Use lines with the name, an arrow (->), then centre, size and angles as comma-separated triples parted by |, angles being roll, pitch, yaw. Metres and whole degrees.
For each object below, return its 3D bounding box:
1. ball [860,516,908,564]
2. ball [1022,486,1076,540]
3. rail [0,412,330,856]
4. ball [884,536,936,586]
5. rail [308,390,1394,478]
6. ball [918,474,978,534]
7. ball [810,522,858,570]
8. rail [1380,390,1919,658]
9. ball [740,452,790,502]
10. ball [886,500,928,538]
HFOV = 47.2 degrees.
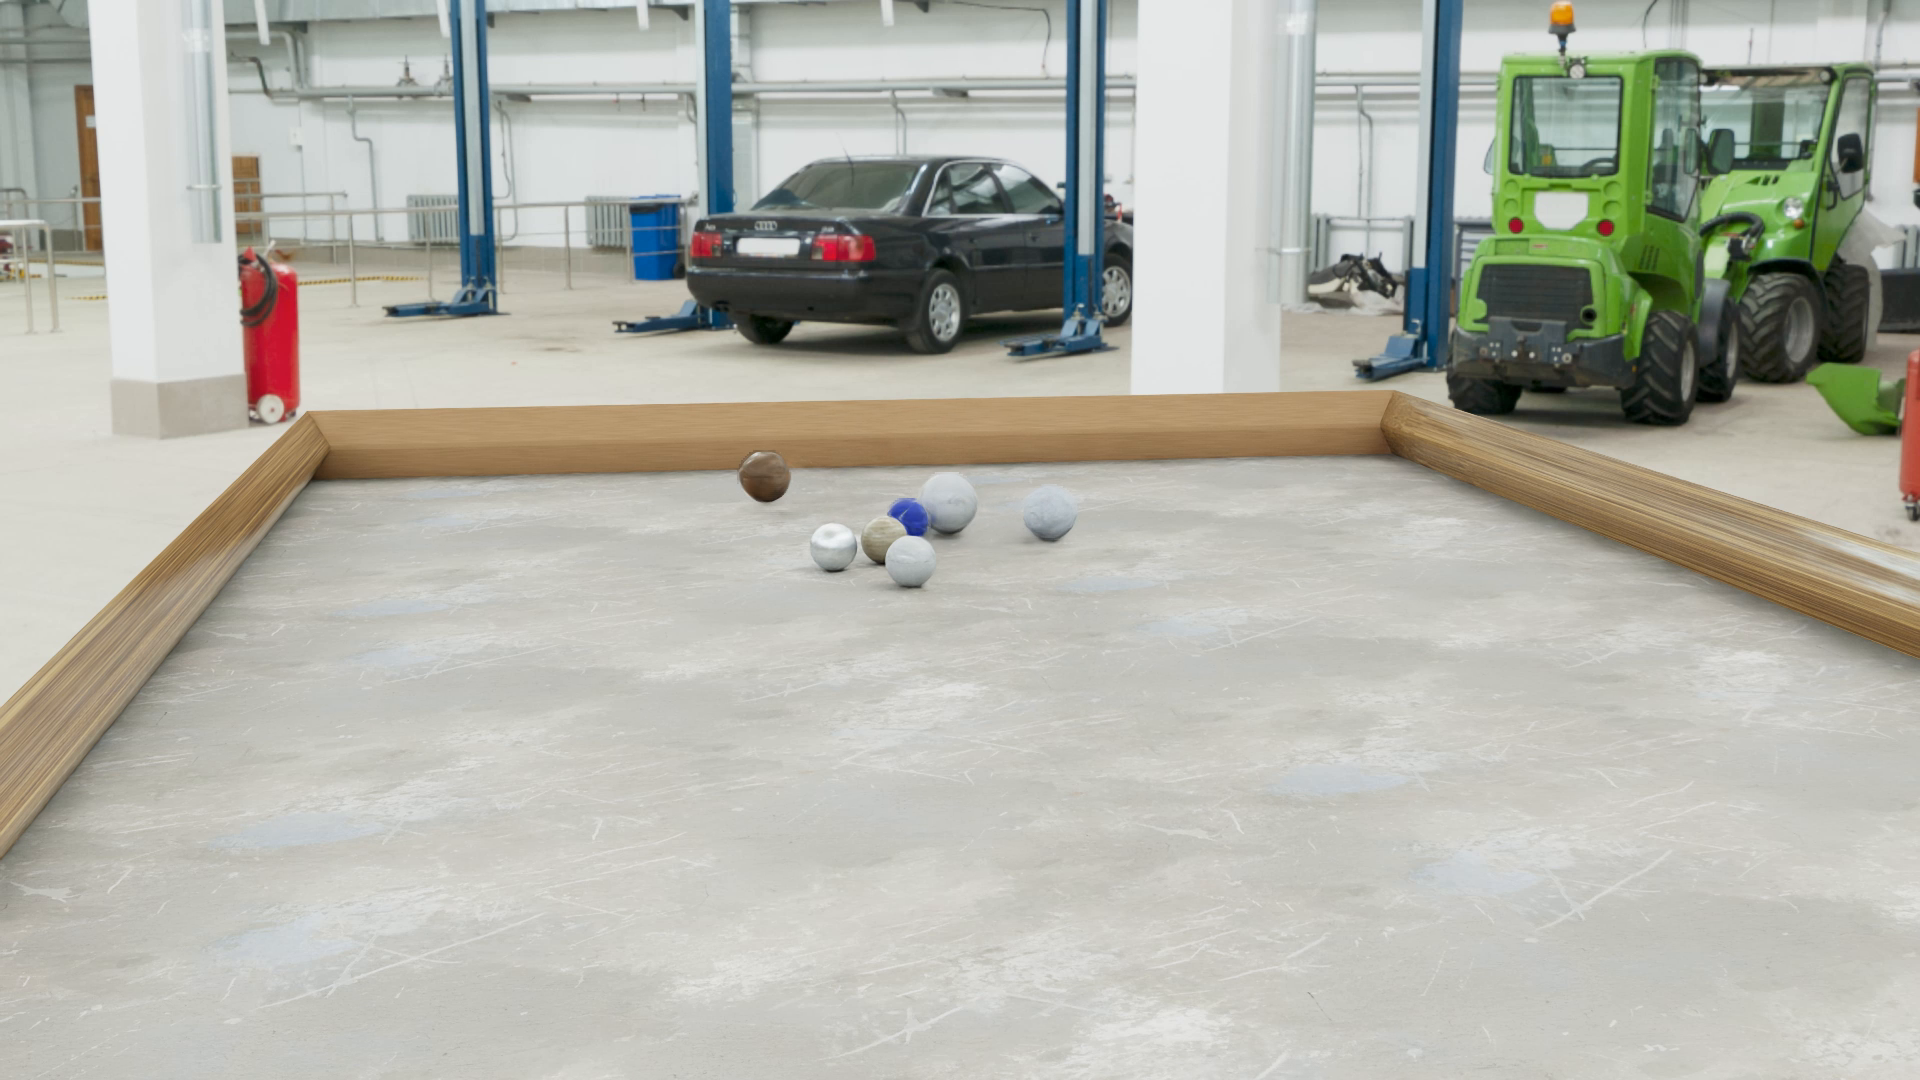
ball -> -0.114, 0.000, 3.321 | 0.072, 0.072, 0.072 | 0, 10, 0
ball -> 0.143, -0.043, 3.519 | 0.086, 0.086, 0.086 | 0, 10, 0
rail -> -0.861, 0.190, 2.115 | 0.045, 0.128, 4.177 | -2, 10, -9
ball -> -0.070, 0.030, 3.148 | 0.074, 0.074, 0.074 | 0, 10, 0
rail -> -0.168, -0.206, 4.288 | 2.140, 0.128, 0.045 | -2, 10, -9
ball -> -0.021, -0.059, 3.568 | 0.099, 0.099, 0.099 | 0, 10, 0
ball -> -0.188, 0.010, 3.266 | 0.071, 0.071, 0.071 | 0, 10, 0
rail -> 1.204, 0.128, 2.453 | 0.045, 0.128, 4.177 | -2, 10, -9
ball -> -0.344, -0.111, 3.880 | 0.090, 0.090, 0.090 | 0, 10, 0
ball -> -0.084, -0.030, 3.495 | 0.068, 0.068, 0.068 | 0, 10, 0
